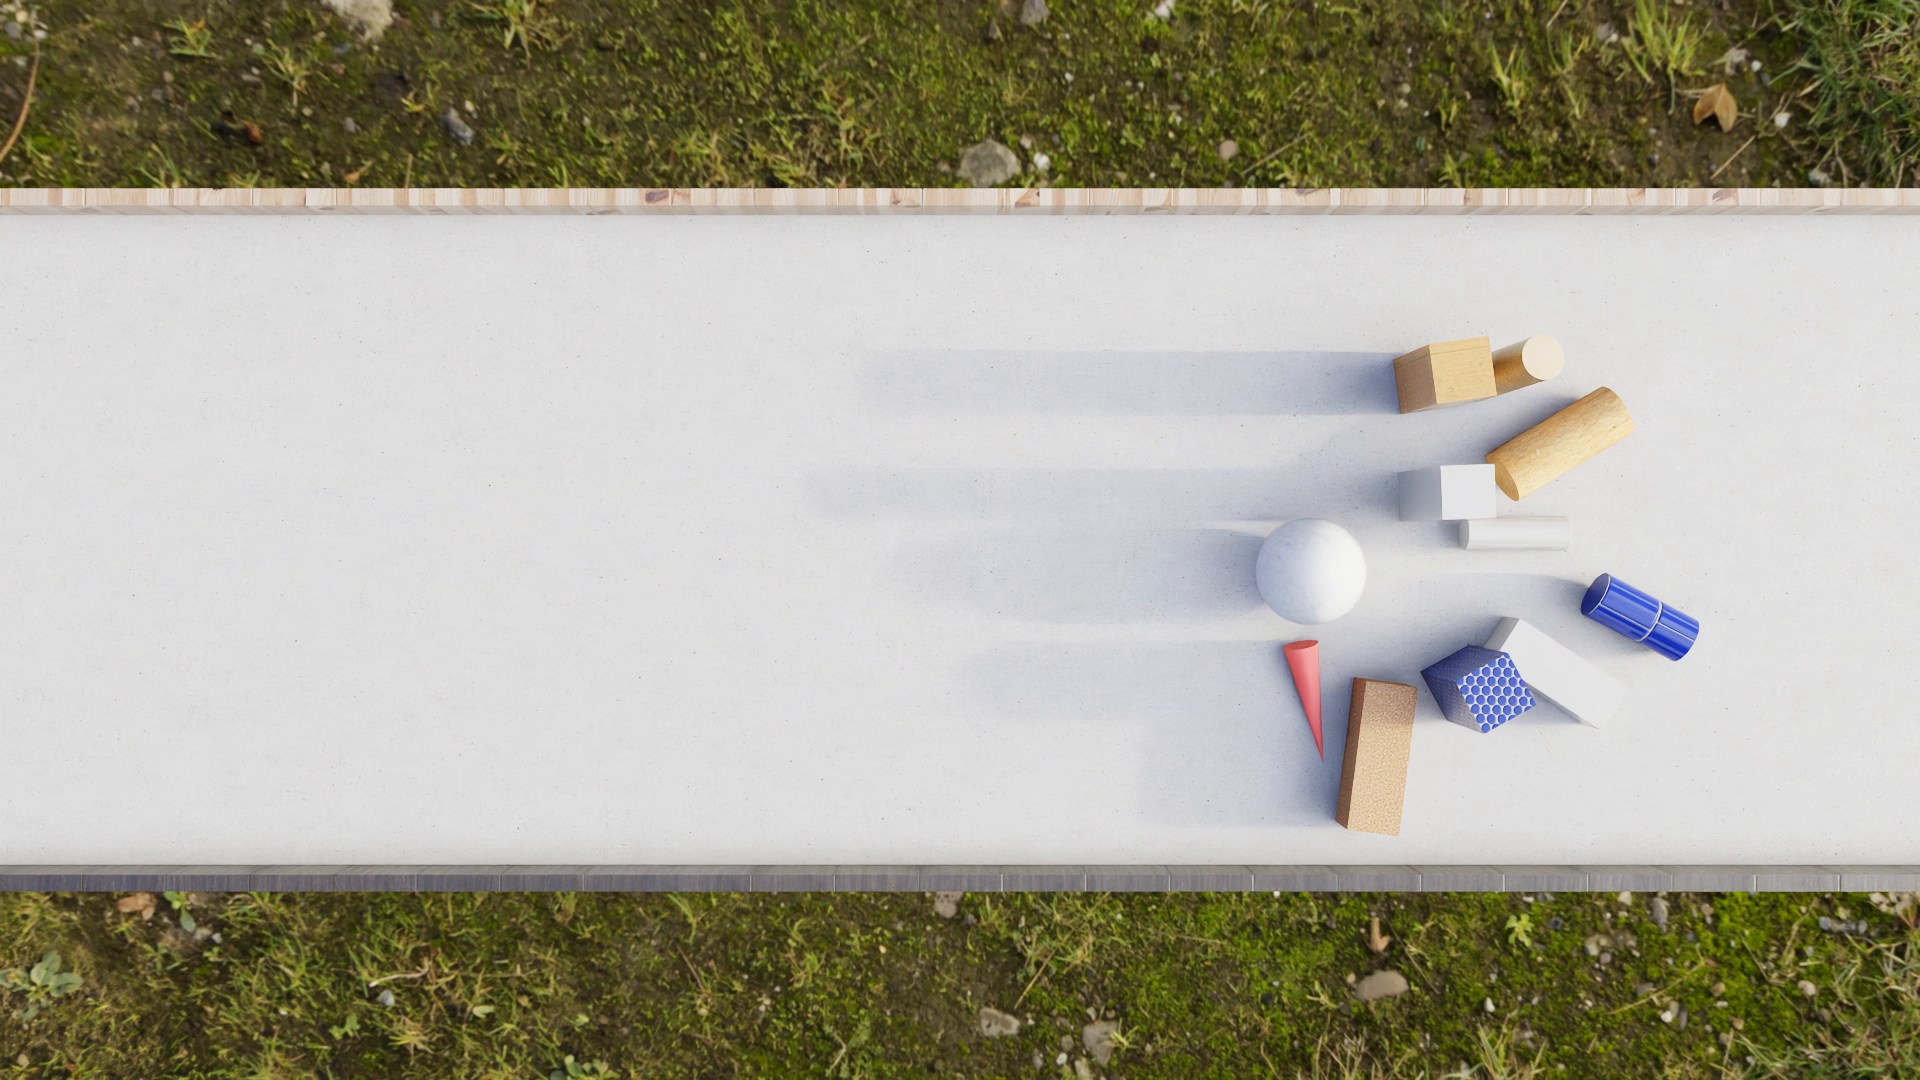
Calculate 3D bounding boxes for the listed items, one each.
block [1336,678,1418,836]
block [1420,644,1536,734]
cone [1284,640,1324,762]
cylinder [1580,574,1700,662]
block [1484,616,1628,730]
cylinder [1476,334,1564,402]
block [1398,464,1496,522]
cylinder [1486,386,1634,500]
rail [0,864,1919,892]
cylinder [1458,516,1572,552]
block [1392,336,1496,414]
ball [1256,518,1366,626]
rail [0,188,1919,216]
[{"bbox_3d":[1.261,0.653,4.999,0.156,0.156,0.447,7,90,0],"label":"block"},{"bbox_3d":[1.533,0.439,4.897,0.172,0.360,0.172,-29,90,0],"label":"block"},{"bbox_3d":[1.079,0.506,5.050,0.106,0.106,0.385,-12,98,0],"label":"cone"},{"bbox_3d":[2.061,0.234,5.003,0.305,0.145,0.145,27,90,0],"label":"cylinder"},{"bbox_3d":[1.794,0.401,5.001,0.384,0.150,0.150,33,90,0],"label":"block"},{"bbox_3d":[1.616,-0.503,4.866,0.130,0.404,0.130,1,86,-10],"label":"cylinder"},{"bbox_3d":[1.425,-0.135,4.849,0.151,0.456,0.151,-2,90,0],"label":"block"},{"bbox_3d":[1.813,-0.291,4.992,0.399,0.168,0.168,-31,90,0],"label":"cylinder"},{"bbox_3d":[-2.247,1.025,5.001,12.000,0.150,0.050,0,90,0],"label":"rail"},{"bbox_3d":[1.689,-0.021,5.023,0.306,0.107,0.107,1,90,0],"label":"cylinder"},{"bbox_3d":[1.425,-0.482,4.871,0.170,0.410,0.170,-8,90,1],"label":"block"},{"bbox_3d":[1.046,0.094,4.915,0.322,0.322,0.322,0,90,0],"label":"ball"},{"bbox_3d":[-2.247,-1.025,5.002,12.000,0.150,0.050,0,90,0],"label":"rail"}]
